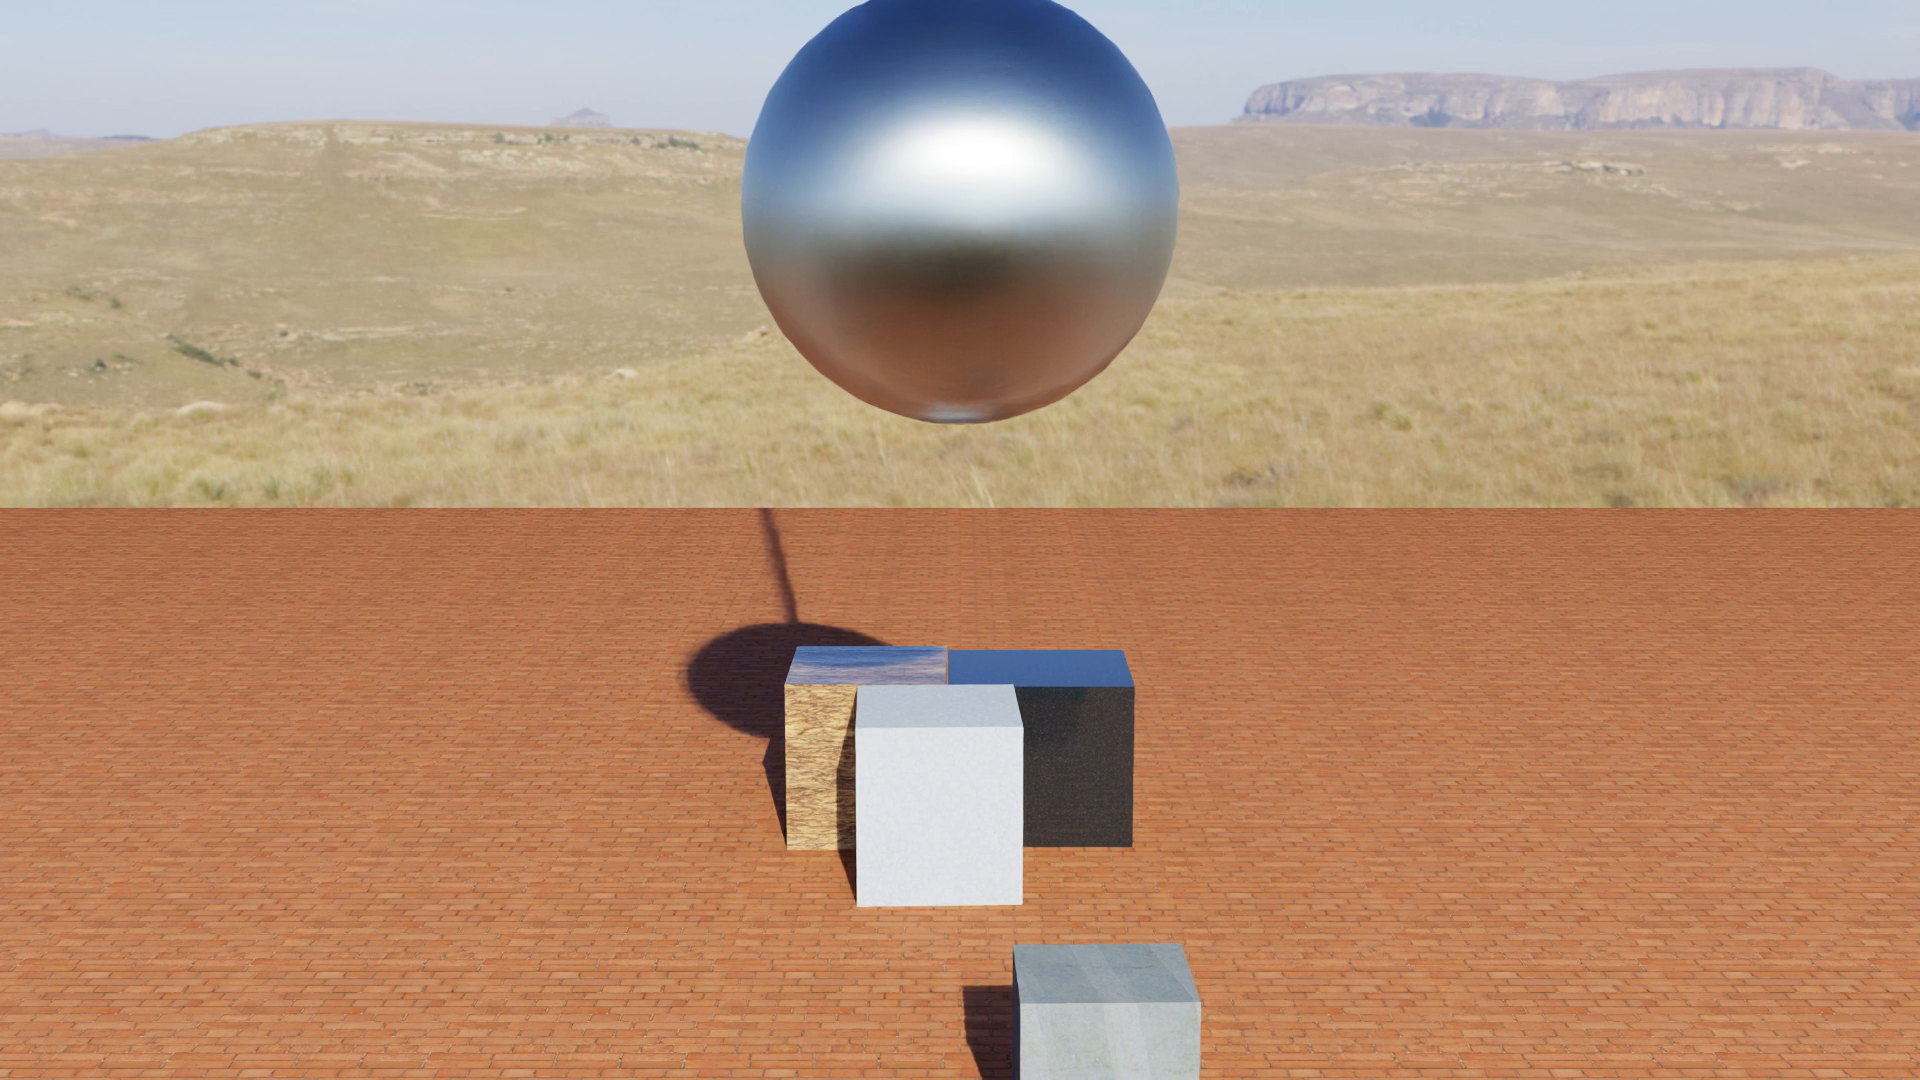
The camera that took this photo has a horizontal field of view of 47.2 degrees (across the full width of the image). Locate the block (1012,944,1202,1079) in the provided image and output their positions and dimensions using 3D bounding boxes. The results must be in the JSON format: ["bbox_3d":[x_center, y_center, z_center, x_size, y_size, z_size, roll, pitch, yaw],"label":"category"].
[{"bbox_3d":[0.508,1.827,7.839,0.617,0.601,0.560,0,10,-1],"label":"block"}]

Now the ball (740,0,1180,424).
[{"bbox_3d":[0.000,-1.223,8.032,1.600,1.600,1.600,0,10,0],"label":"ball"}]

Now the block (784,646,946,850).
[{"bbox_3d":[-0.469,1.059,11.362,0.796,0.852,0.835,0,10,0],"label":"block"}]

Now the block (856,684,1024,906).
[{"bbox_3d":[-0.107,1.207,10.537,0.768,0.854,0.801,0,10,-2],"label":"block"}]

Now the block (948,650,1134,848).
[{"bbox_3d":[0.404,1.065,11.384,0.929,0.831,0.795,0,10,0],"label":"block"}]
